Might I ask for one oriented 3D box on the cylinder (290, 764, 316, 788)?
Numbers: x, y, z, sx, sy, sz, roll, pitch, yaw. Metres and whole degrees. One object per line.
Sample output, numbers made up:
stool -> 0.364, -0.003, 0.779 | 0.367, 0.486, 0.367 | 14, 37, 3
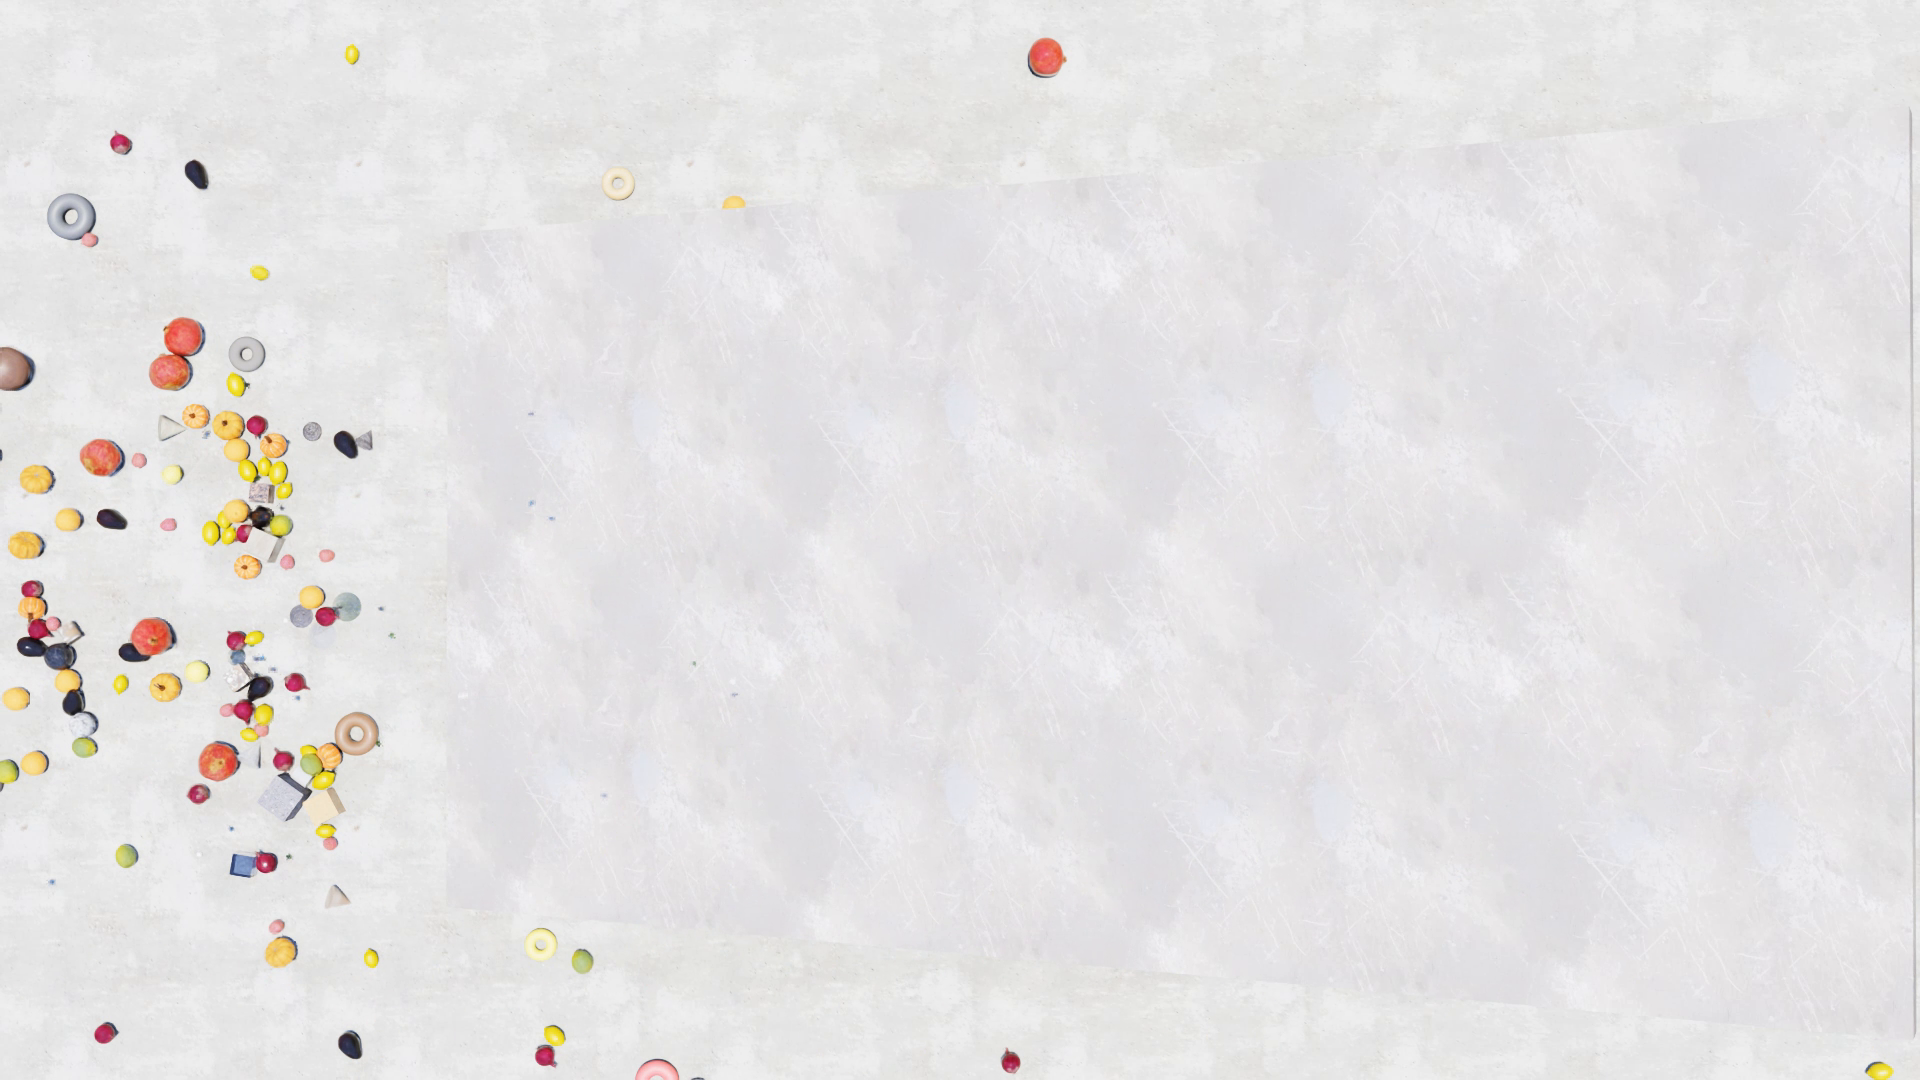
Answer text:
cylinder -> -1.966, 0.706, 6.586 | 0.053, 0.053, 0.053 | 36, 90, 0

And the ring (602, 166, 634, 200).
ring -> -1.029, -1.073, 6.615 | 0.101, 0.034, 0.101 | 0, 89, 1

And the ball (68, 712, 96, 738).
ball -> -2.625, 0.554, 6.576 | 0.076, 0.076, 0.076 | 0, 89, 0

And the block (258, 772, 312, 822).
block -> -2.014, 0.766, 6.562 | 0.100, 0.100, 0.100 | 36, 90, 0

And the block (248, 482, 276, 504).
block -> -2.093, -0.140, 6.593 | 0.058, 0.058, 0.058 | 5, 89, 0

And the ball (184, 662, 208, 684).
ball -> -2.286, 0.397, 6.583 | 0.067, 0.067, 0.067 | 0, 89, 0

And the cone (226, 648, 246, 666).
cone -> -2.177, 0.351, 6.588 | 0.058, 0.058, 0.058 | 0, 89, 0

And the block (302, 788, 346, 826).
block -> -1.899, 0.798, 6.572 | 0.080, 0.080, 0.080 | -28, 89, 0

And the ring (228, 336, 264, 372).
ring -> -2.144, -0.558, 6.609 | 0.107, 0.036, 0.107 | 0, 90, -1

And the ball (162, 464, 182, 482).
ball -> -2.362, -0.199, 6.595 | 0.055, 0.055, 0.055 | 0, 89, 0

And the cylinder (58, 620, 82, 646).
cylinder -> -2.667, 0.279, 6.591 | 0.053, 0.053, 0.053 | -34, 89, 0

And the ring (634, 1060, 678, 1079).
ring -> -0.907, 1.624, 6.581 | 0.135, 0.045, 0.135 | 0, 90, -1

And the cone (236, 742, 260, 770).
cone -> -2.119, 0.636, 6.597 | 0.075, 0.075, 0.075 | 26, 63, 0

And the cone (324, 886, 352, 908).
cone -> -1.856, 1.081, 6.593 | 0.072, 0.072, 0.072 | 23, 89, -27

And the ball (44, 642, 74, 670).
ball -> -2.695, 0.349, 6.575 | 0.084, 0.084, 0.084 | 0, 89, 0

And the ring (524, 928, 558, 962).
ring -> -1.257, 1.214, 6.592 | 0.098, 0.033, 0.098 | 0, 90, -1

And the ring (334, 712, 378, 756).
ring -> -1.810, 0.582, 6.593 | 0.131, 0.044, 0.131 | 0, 88, 1

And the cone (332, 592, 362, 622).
cone -> -1.846, 0.201, 6.574 | 0.089, 0.089, 0.089 | 0, 89, 0

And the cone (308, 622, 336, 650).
cone -> -1.918, 0.287, 6.575 | 0.085, 0.085, 0.085 | 0, 89, 0

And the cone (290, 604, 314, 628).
cone -> -1.982, 0.229, 6.582 | 0.071, 0.071, 0.071 | 0, 89, 0

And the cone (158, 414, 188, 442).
cone -> -2.361, -0.335, 6.606 | 0.082, 0.082, 0.082 | 1, 89, -27

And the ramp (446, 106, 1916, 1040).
ramp -> 0.278, 0.079, 5.662 | 4.000, 0.100, 2.000 | 0, 89, 27

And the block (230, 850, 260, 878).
block -> -2.139, 0.970, 6.578 | 0.064, 0.064, 0.064 | 10, 89, 0

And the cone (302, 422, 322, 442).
cone -> -1.951, -0.327, 6.594 | 0.059, 0.059, 0.059 | 0, 89, 0

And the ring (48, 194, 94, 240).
ring -> -2.673, -0.972, 6.608 | 0.141, 0.047, 0.141 | 0, 88, 1

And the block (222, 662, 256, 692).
block -> -2.158, 0.412, 6.585 | 0.063, 0.063, 0.063 | -36, 90, 0

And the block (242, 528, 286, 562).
block -> -2.082, 0.015, 6.580 | 0.081, 0.081, 0.081 | 24, 89, 0

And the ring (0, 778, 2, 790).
ring -> -2.910, 0.734, 6.600 | 0.075, 0.025, 0.075 | 0, 91, 0
